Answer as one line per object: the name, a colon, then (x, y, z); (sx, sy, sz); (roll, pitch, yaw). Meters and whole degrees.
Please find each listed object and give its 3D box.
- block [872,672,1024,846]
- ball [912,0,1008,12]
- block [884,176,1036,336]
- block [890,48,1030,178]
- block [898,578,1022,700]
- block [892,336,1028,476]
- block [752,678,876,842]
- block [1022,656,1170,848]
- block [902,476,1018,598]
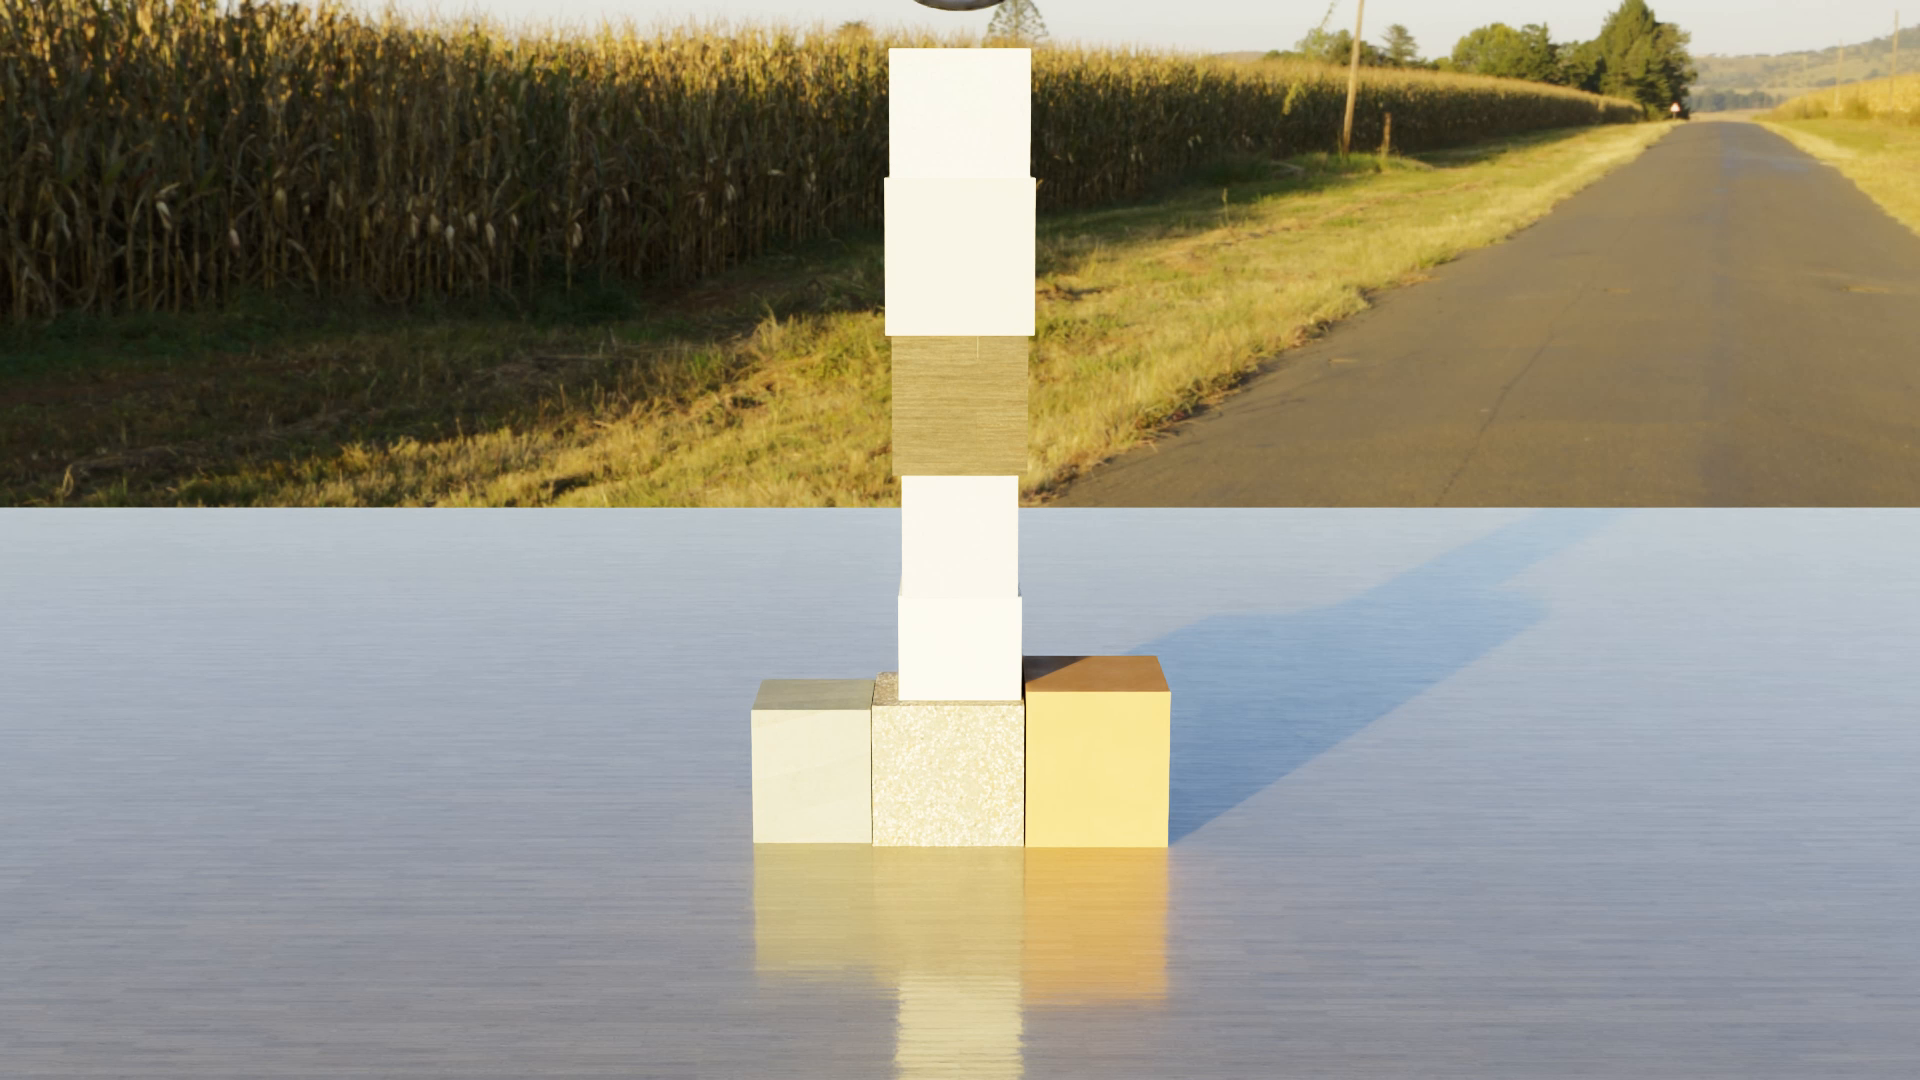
block: (-0.059, 1.120, 11.372); (0.758, 0.727, 0.721); (0, 10, 0)
ball: (0.000, -4.556, 15.540); (1.600, 1.600, 1.600); (0, 10, 0)
block: (0.000, -1.423, 10.920); (0.721, 0.752, 0.696); (0, 10, 0)
block: (0.000, -2.091, 10.808); (0.671, 0.604, 0.680); (0, 10, 0)
block: (0.000, 0.494, 11.290); (0.613, 0.534, 0.543); (0, 10, 0)
block: (0.000, -0.716, 11.069); (0.664, 0.692, 0.696); (0, 10, 0)
block: (-0.747, 1.134, 11.395); (0.597, 0.691, 0.650); (0, 10, 0)
block: (0.688, 1.080, 11.381); (0.715, 0.803, 0.783); (0, 10, 0)
block: (0.000, -0.067, 11.159); (0.571, 0.618, 0.605); (0, 10, 0)
